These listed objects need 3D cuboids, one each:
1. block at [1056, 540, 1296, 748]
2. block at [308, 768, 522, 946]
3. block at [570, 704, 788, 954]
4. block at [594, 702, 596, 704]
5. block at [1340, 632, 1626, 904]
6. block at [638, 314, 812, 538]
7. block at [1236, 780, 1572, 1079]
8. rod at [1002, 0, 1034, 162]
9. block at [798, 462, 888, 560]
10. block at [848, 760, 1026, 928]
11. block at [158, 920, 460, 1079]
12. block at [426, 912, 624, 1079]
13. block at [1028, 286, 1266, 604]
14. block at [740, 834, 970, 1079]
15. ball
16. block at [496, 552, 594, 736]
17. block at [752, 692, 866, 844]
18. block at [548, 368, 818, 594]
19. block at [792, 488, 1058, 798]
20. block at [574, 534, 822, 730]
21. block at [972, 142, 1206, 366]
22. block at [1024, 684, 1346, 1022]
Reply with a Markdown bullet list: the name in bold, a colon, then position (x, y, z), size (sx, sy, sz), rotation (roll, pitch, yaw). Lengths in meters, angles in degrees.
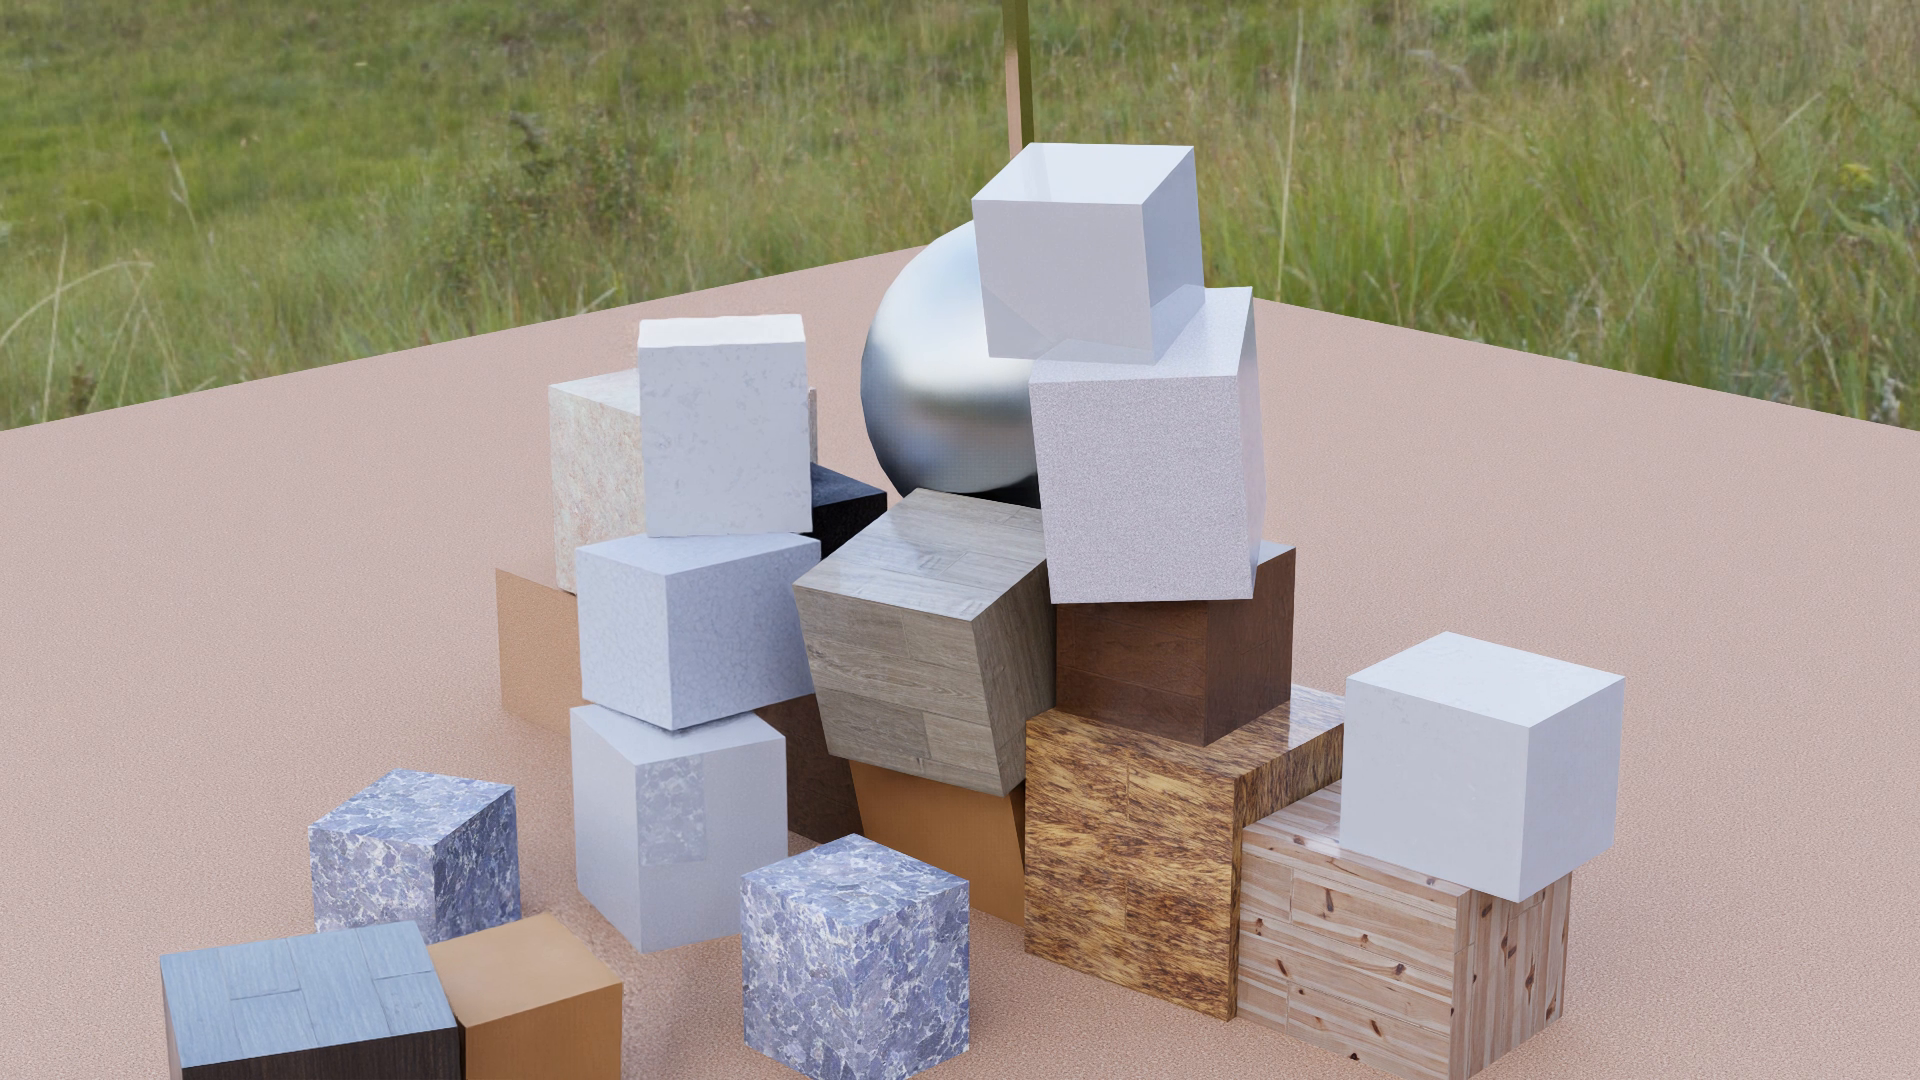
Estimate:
- **block**: position (0.914, 0.376, 12.422), size (0.735, 0.686, 0.709), rotation (12, 21, 34)
- **block**: position (-2.345, 1.447, 12.667), size (0.595, 0.644, 0.710), rotation (6, 19, 20)
- **block**: position (-1.245, 1.220, 13.000), size (0.700, 0.876, 0.774), rotation (-9, 19, -26)
- **block**: position (-1.163, 0.701, 14.759), size (0.929, 0.813, 1.010), rotation (-17, 24, -42)
- **block**: position (2.055, 0.877, 11.563), size (0.819, 0.716, 0.723), rotation (15, 23, 39)
- **block**: position (-1.070, -0.527, 13.382), size (0.741, 0.872, 0.692), rotation (-2, 15, -4)
- **block**: position (1.813, 1.565, 11.967), size (1.009, 0.839, 0.888), rotation (15, 23, 39)
- **rod**: position (0.147, -3.892, 12.273), size (0.080, 5.200, 0.080), rotation (17, 29, 42)
- **block**: position (-0.815, 0.051, 14.142), size (0.661, 0.634, 0.690), rotation (-12, 21, -34)
- **block**: position (0.176, 1.067, 13.265), size (1.017, 0.834, 0.846), rotation (16, 37, 41)
- **block**: position (-2.325, 2.006, 10.528), size (0.929, 0.860, 0.922), rotation (-6, 18, -18)
- **block**: position (-1.735, 1.892, 11.257), size (0.658, 0.576, 0.592), rotation (-12, 28, -34)
- **block**: position (0.789, -0.395, 11.997), size (0.815, 0.972, 0.924), rotation (-2, 26, 11)
- **block**: position (-0.418, 1.694, 11.720), size (0.613, 0.741, 0.673), rotation (-16, 24, -42)
- **ball**: position (0.340, -0.717, 13.472), size (1.600, 1.600, 1.600), rotation (0, 17, 0)
- **block**: position (-1.813, 0.514, 15.401), size (0.877, 0.784, 0.842), rotation (-17, 24, -42)
- **block**: position (-0.464, 0.879, 14.056), size (0.851, 0.894, 0.987), rotation (-16, 24, -42)
- **block**: position (-1.379, -0.258, 14.703), size (0.962, 1.050, 0.934), rotation (-15, 23, -39)
- **block**: position (-0.003, 0.424, 12.704), size (0.947, 0.860, 0.917), rotation (11, 34, 35)
- **block**: position (-1.157, 0.356, 13.101), size (0.850, 0.694, 0.683), rotation (-13, 18, -40)
- **block**: position (0.526, -1.153, 11.735), size (0.700, 0.669, 0.670), rotation (4, 28, 22)
- **block**: position (1.028, 1.244, 12.595), size (1.053, 1.074, 1.084), rotation (14, 22, 37)
